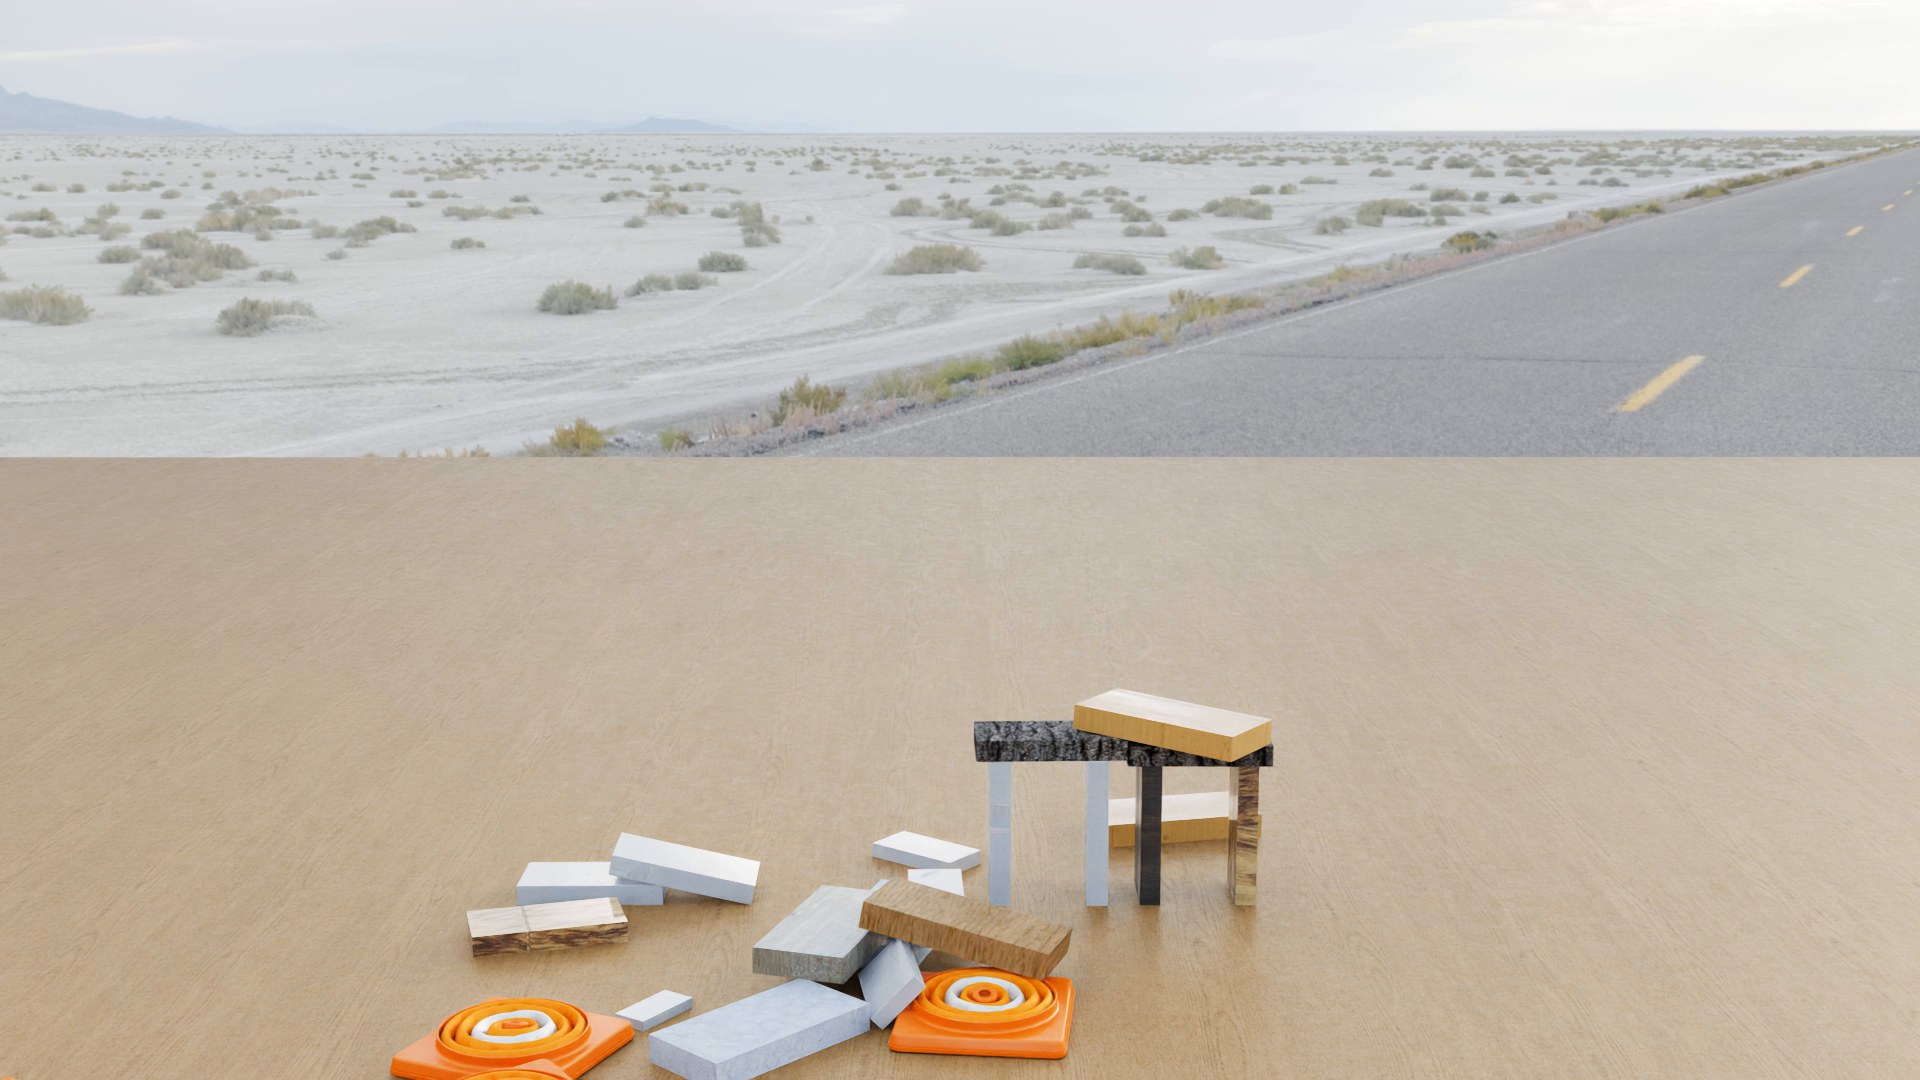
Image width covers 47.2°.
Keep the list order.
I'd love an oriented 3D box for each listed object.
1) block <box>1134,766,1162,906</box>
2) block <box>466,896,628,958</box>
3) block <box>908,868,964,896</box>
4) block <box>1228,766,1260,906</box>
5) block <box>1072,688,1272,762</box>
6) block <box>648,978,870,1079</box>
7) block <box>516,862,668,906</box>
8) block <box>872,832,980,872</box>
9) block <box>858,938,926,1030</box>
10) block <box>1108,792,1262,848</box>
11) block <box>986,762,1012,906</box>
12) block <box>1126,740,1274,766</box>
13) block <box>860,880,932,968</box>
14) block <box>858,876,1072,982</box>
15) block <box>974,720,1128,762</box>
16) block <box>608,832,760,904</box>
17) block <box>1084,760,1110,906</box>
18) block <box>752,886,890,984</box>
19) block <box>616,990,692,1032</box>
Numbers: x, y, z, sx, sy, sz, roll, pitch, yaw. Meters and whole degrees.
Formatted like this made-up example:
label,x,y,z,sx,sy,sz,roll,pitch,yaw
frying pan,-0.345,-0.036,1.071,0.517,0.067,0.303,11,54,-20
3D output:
label,x,y,z,sx,sy,sz,roll,pitch,yaw
block,0.312,0.473,3.651,0.033,0.236,0.118,0,11,0
block,-0.652,0.610,3.469,0.239,0.034,0.119,-3,11,-16
block,-0.038,0.566,3.512,0.086,0.024,0.173,0,11,-2
block,0.470,0.473,3.651,0.033,0.236,0.118,0,11,0
block,0.347,0.301,3.597,0.289,0.041,0.144,9,12,32
block,-0.276,0.684,3.055,0.141,0.040,0.283,10,14,43
block,-0.609,0.573,3.669,0.239,0.034,0.119,0,11,-1
block,-0.059,0.546,3.837,0.173,0.024,0.086,8,13,38
block,-0.100,0.639,3.187,0.086,0.024,0.173,-45,13,1
block,0.387,0.507,4.004,0.289,0.041,0.144,-3,11,-13
block,0.065,0.469,3.648,0.035,0.246,0.123,0,11,-1
block,0.391,0.341,3.627,0.236,0.033,0.118,0,11,0
block,-0.101,0.606,3.471,0.141,0.040,0.283,3,11,16
block,0.010,0.578,3.283,0.289,0.041,0.144,13,10,15
block,0.148,0.331,3.624,0.246,0.035,0.123,0,11,-2
block,-0.458,0.547,3.663,0.238,0.034,0.119,13,10,-4
block,0.226,0.469,3.649,0.035,0.246,0.123,0,11,1
block,-0.193,0.593,3.324,0.141,0.040,0.283,3,11,17
block,-0.440,0.676,3.163,0.053,0.015,0.106,7,13,33
